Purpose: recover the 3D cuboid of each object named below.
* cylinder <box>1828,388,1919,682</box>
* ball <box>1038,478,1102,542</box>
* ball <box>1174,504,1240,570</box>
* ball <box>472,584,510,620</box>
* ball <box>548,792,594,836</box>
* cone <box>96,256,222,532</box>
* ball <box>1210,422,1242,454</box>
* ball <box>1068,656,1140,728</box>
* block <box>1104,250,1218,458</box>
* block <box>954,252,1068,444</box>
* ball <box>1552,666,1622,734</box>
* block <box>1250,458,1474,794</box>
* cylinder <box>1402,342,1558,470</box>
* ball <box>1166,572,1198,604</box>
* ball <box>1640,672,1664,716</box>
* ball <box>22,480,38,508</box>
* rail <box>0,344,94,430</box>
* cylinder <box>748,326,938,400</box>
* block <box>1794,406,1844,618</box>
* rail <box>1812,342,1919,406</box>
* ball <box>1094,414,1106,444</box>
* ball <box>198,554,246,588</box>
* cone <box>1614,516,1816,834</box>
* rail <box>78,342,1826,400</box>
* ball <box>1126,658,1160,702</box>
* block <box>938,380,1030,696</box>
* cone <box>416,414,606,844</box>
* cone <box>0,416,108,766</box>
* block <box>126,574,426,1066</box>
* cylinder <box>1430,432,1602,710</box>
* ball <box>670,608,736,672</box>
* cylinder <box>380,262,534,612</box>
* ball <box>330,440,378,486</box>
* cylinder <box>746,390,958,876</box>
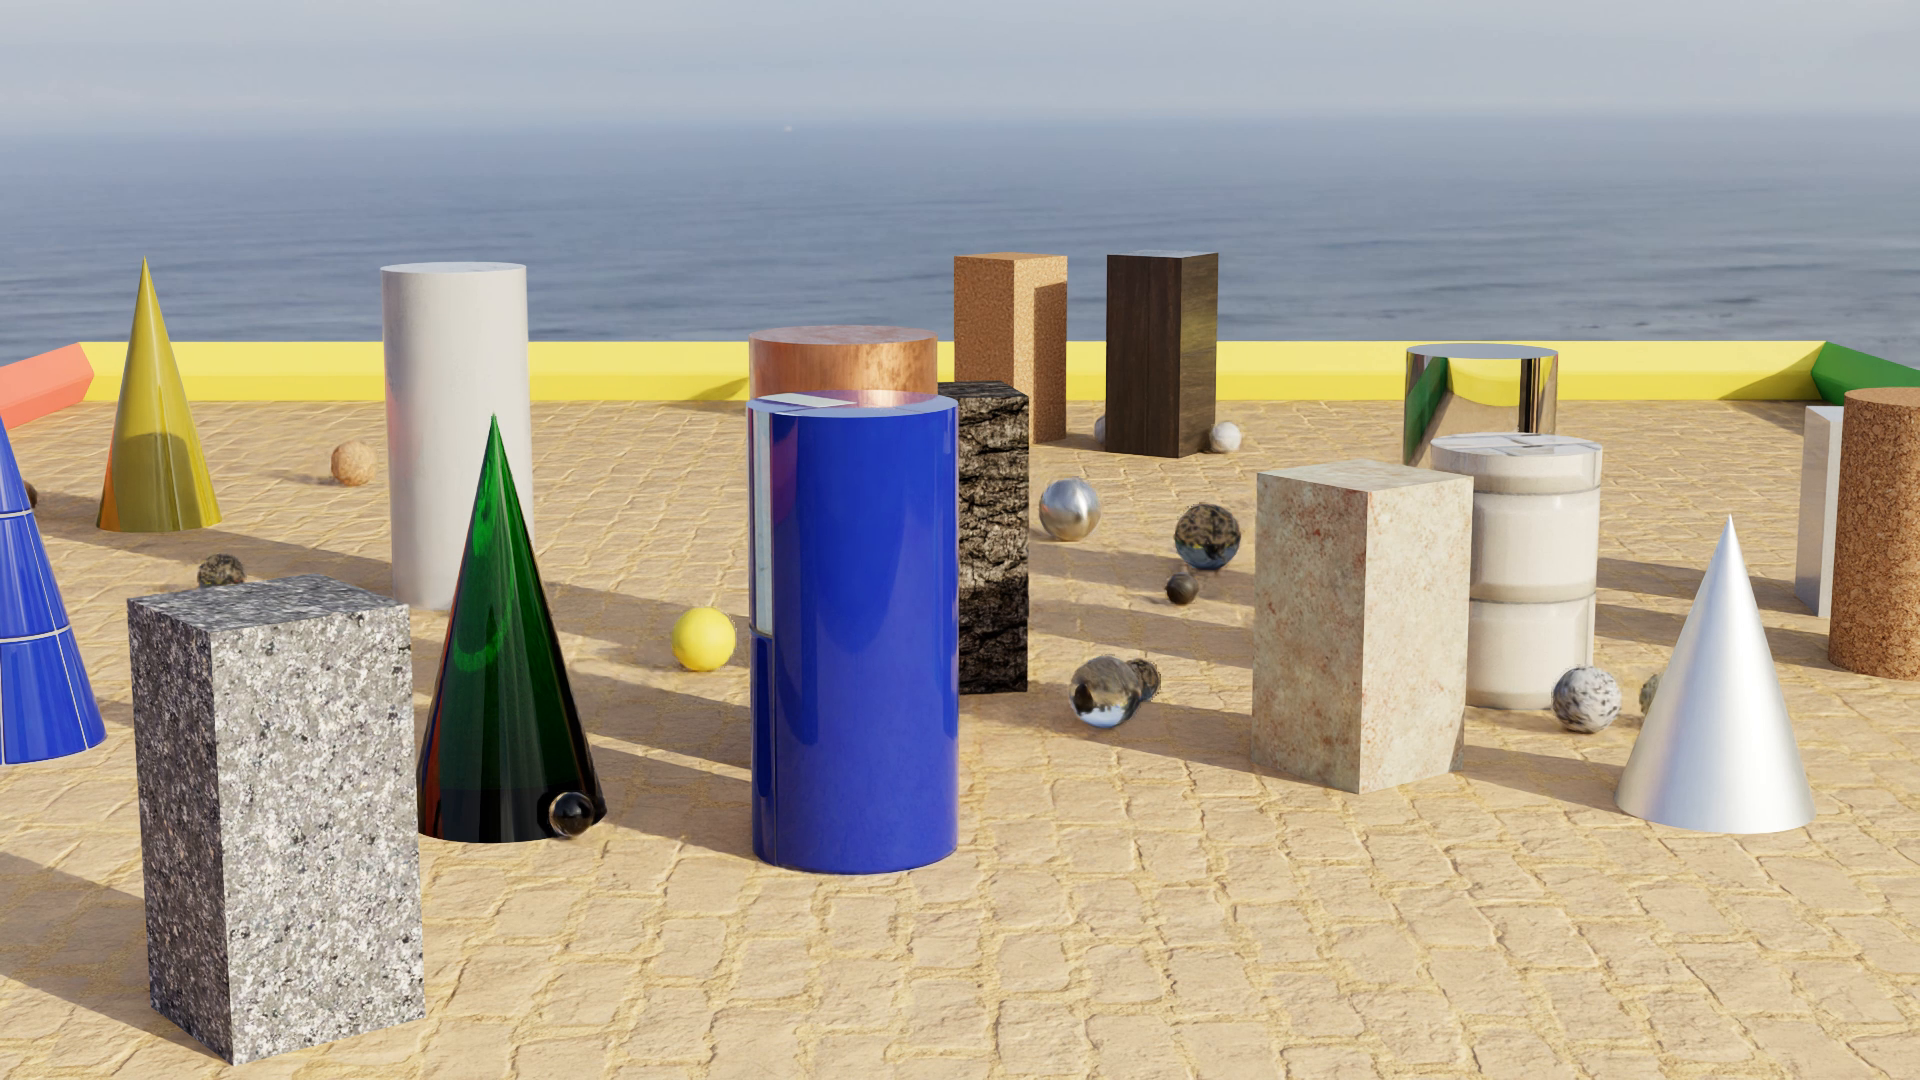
[{"bbox_3d":[1.171,-0.010,3.128,0.195,0.330,0.195,0,11,0],"label":"cylinder"},{"bbox_3d":[0.170,-0.047,3.963,0.097,0.097,0.097,0,11,0],"label":"ball"},{"bbox_3d":[0.360,-0.004,3.733,0.097,0.097,0.097,0,11,0],"label":"ball"},{"bbox_3d":[-0.623,0.081,3.406,0.048,0.048,0.048,0,11,0],"label":"ball"},{"bbox_3d":[-0.369,0.260,2.436,0.043,0.043,0.043,0,11,0],"label":"ball"},{"bbox_3d":[-1.289,-0.240,4.094,0.195,0.429,0.195,0,11,0],"label":"cone"},{"bbox_3d":[0.502,-0.193,4.852,0.060,0.060,0.060,0,11,0],"label":"ball"},{"bbox_3d":[0.161,0.169,2.848,0.080,0.080,0.080,0,11,0],"label":"ball"},{"bbox_3d":[0.383,-0.356,4.867,0.156,0.375,0.156,6,12,31],"label":"block"},{"bbox_3d":[0.098,-0.375,5.014,0.156,0.359,0.156,10,14,42],"label":"block"},{"bbox_3d":[0.690,0.176,2.826,0.074,0.074,0.074,0,11,0],"label":"ball"},{"bbox_3d":[0.417,0.085,2.670,0.156,0.310,0.156,-8,13,-37],"label":"block"},{"bbox_3d":[0.677,-0.069,3.361,0.195,0.360,0.195,0,11,0],"label":"cylinder"},{"bbox_3d":[0.303,0.067,3.498,0.044,0.044,0.044,0,11,0],"label":"ball"},{"bbox_3d":[0.786,0.178,2.844,0.064,0.064,0.064,0,11,0],"label":"ball"},{"bbox_3d":[-1.538,-0.070,4.188,0.060,0.060,0.060,0,11,0],"label":"ball"},{"bbox_3d":[-1.888,0.035,3.438,0.045,0.127,4.422,0,11,0],"label":"rail"},{"bbox_3d":[-0.120,0.010,2.685,0.195,0.452,0.195,0,11,0],"label":"cylinder"},{"bbox_3d":[1.231,-0.039,3.467,0.156,0.263,0.156,1,11,6],"label":"block"},{"bbox_3d":[1.888,0.031,3.460,0.045,0.127,4.422,0,11,0],"label":"rail"},{"bbox_3d":[0.291,-0.213,4.954,0.063,0.063,0.063,0,11,0],"label":"ball"},{"bbox_3d":[-1.017,0.051,3.531,0.064,0.064,0.064,0,11,0],"label":"ball"},{"bbox_3d":[0.751,0.119,2.529,0.195,0.295,0.195,0,11,0],"label":"cone"},{"bbox_3d":[-0.013,-0.367,5.600,3.824,0.127,0.045,0,11,0],"label":"rail"},{"bbox_3d":[0.205,0.162,2.964,0.051,0.051,0.051,0,11,0],"label":"ball"},{"bbox_3d":[-0.012,-0.004,3.044,0.156,0.349,0.156,-2,11,-11],"label":"block"},{"bbox_3d":[-0.446,0.073,2.488,0.195,0.401,0.195,0,11,0],"label":"cone"},{"bbox_3d":[-1.028,0.024,2.751,0.195,0.399,0.195,0,11,0],"label":"cone"},{"bbox_3d":[-0.523,0.207,1.967,0.156,0.327,0.156,-8,13,-38],"label":"block"},{"bbox_3d":[0.644,0.033,2.997,0.195,0.293,0.195,0,11,0],"label":"cylinder"},{"bbox_3d":[-0.312,0.121,3.113,0.078,0.078,0.078,0,11,0],"label":"ball"},{"bbox_3d":[-0.686,-0.145,3.514,0.195,0.455,0.195,0,11,0],"label":"cylinder"},{"bbox_3d":[-1.057,-0.134,4.478,0.081,0.081,0.081,0,11,0],"label":"ball"},{"bbox_3d":[-0.099,0.081,2.387,0.195,0.420,0.195,0,11,0],"label":"cylinder"}]
